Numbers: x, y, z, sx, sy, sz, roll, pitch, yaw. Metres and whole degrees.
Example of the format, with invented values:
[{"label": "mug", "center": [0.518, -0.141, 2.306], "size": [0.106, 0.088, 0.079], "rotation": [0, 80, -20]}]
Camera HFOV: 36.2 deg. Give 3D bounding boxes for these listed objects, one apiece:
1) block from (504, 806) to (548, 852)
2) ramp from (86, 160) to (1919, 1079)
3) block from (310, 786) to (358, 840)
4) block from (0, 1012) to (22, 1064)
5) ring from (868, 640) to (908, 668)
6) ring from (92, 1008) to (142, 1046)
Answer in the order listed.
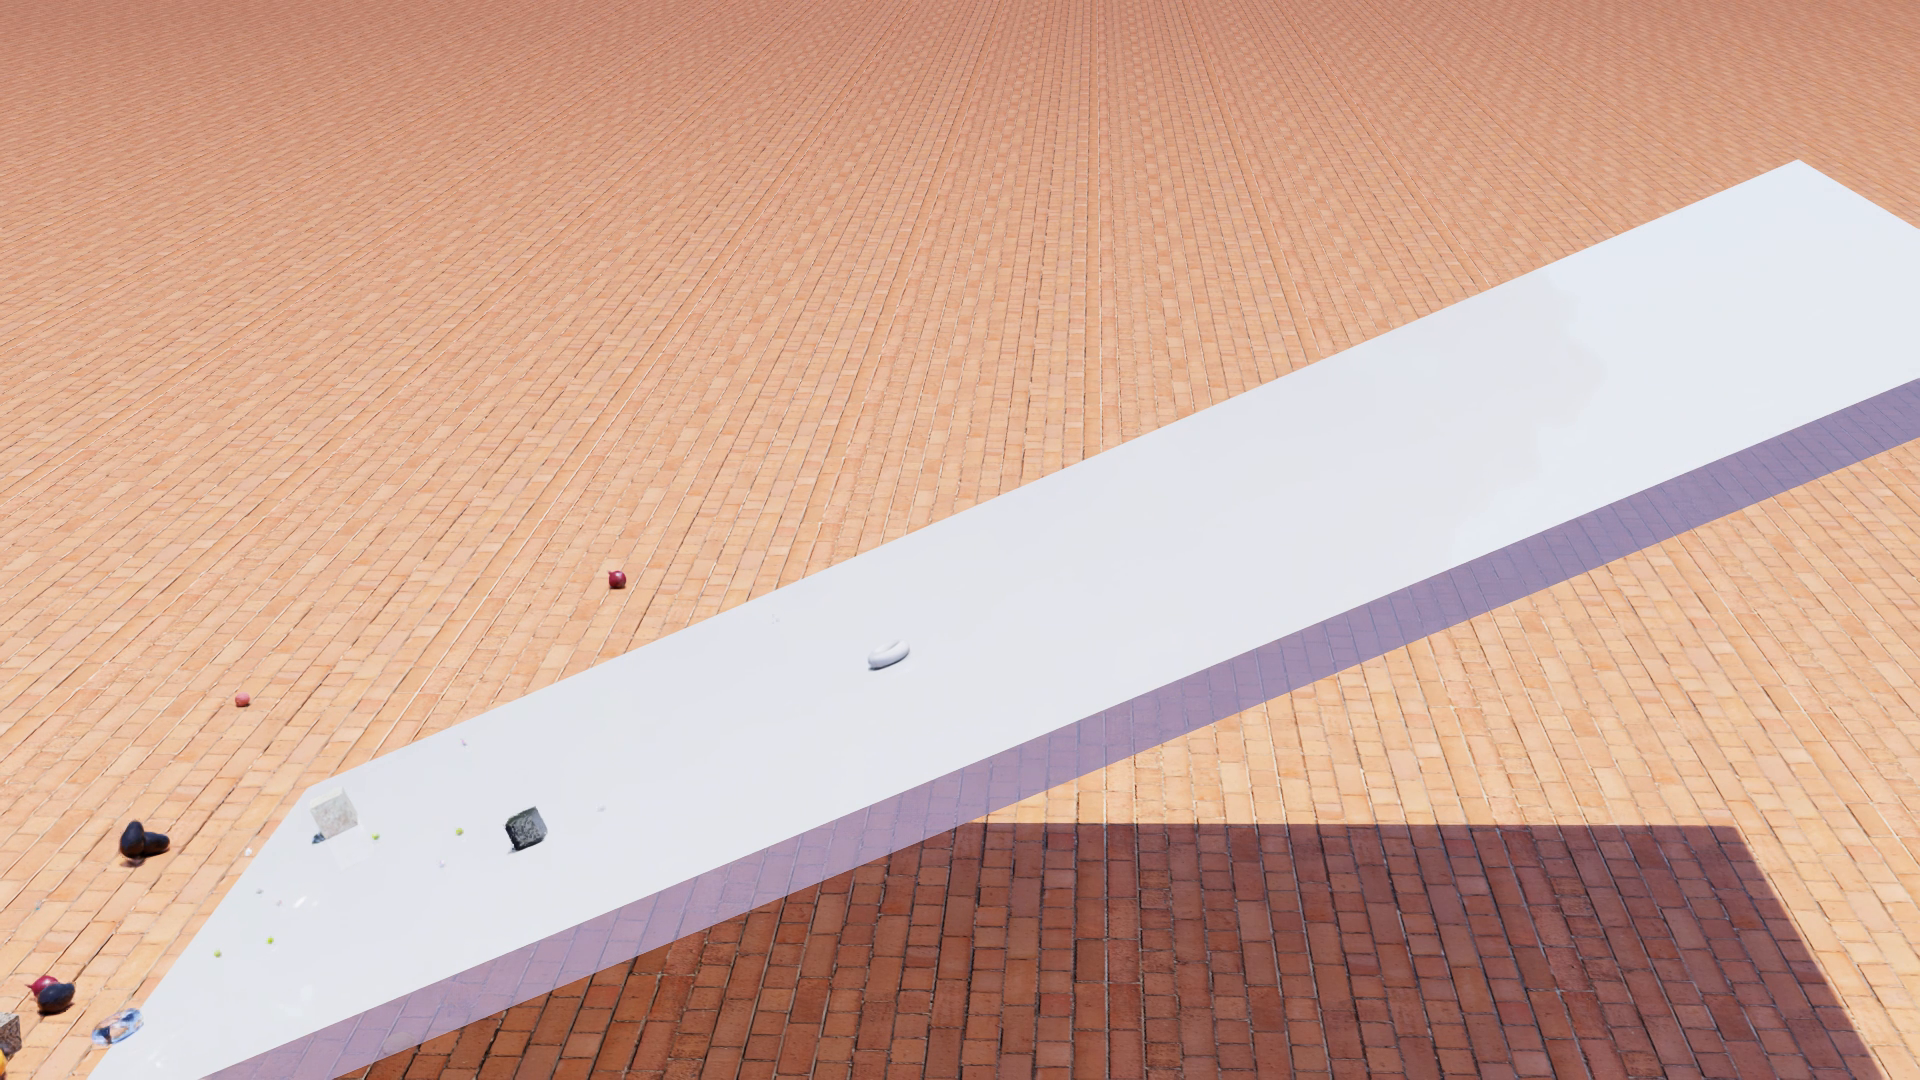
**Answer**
[{"label": "block", "center": [-0.899, 0.599, 6.098], "size": [0.060, 0.060, 0.060], "rotation": [-23, 13, 8]}, {"label": "ramp", "center": [0.132, 0.170, 6.284], "size": [4.000, 0.100, 2.000], "rotation": [-23, 13, 8]}, {"label": "block", "center": [-1.477, 0.643, 6.940], "size": [0.084, 0.084, 0.084], "rotation": [-26, 13, -6]}, {"label": "block", "center": [-2.035, 1.046, 6.191], "size": [0.079, 0.079, 0.079], "rotation": [5, 16, 17]}, {"label": "ring", "center": [-0.152, 0.242, 6.225], "size": [0.094, 0.031, 0.094], "rotation": [-23, 14, 6]}, {"label": "ring", "center": [-1.740, 1.005, 6.071], "size": [0.111, 0.037, 0.111], "rotation": [-25, 12, 5]}]
